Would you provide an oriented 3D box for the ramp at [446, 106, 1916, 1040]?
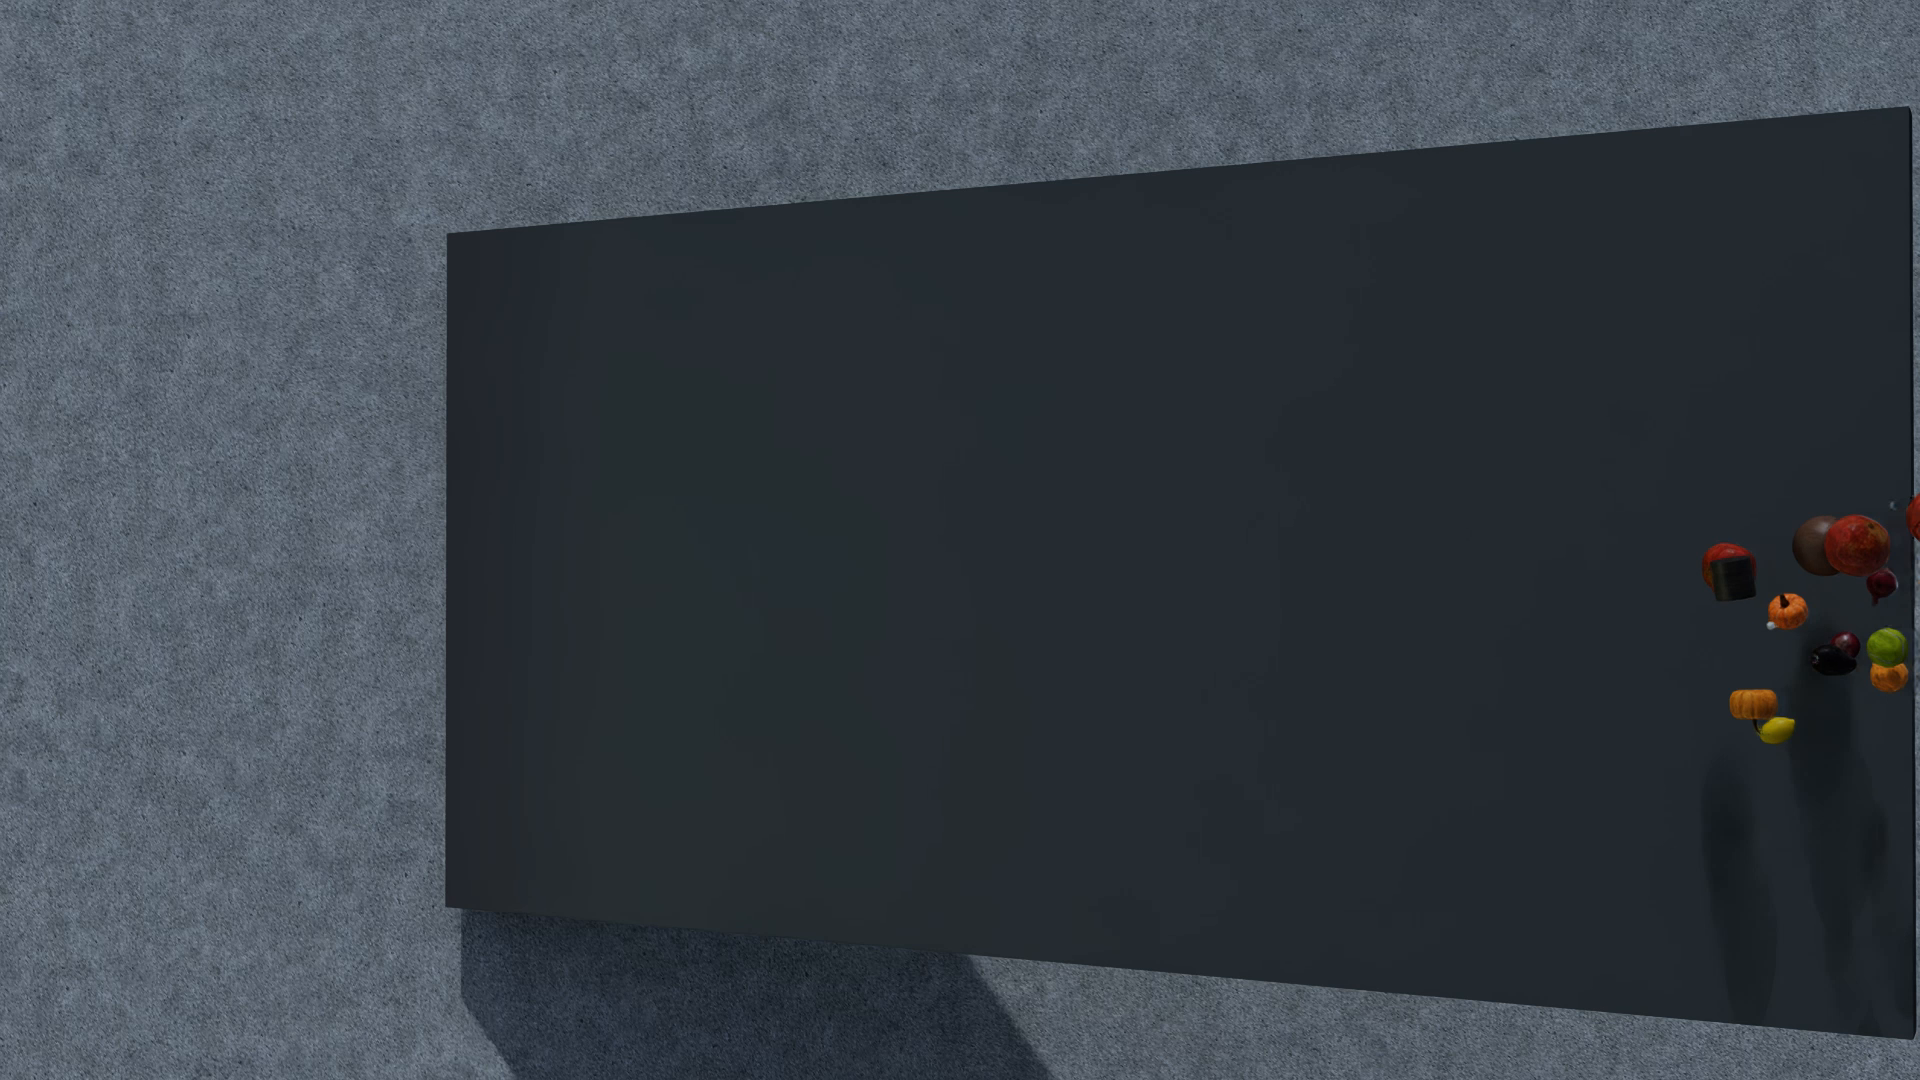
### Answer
[{"bbox_3d":[0.279,0.079,5.663,4.000,0.100,2.000,0,89,27],"label":"ramp"}]

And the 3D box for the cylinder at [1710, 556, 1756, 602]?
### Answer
[{"bbox_3d":[1.556,0.077,4.424,0.077,0.077,0.077,-10,94,0],"label":"cylinder"}]
